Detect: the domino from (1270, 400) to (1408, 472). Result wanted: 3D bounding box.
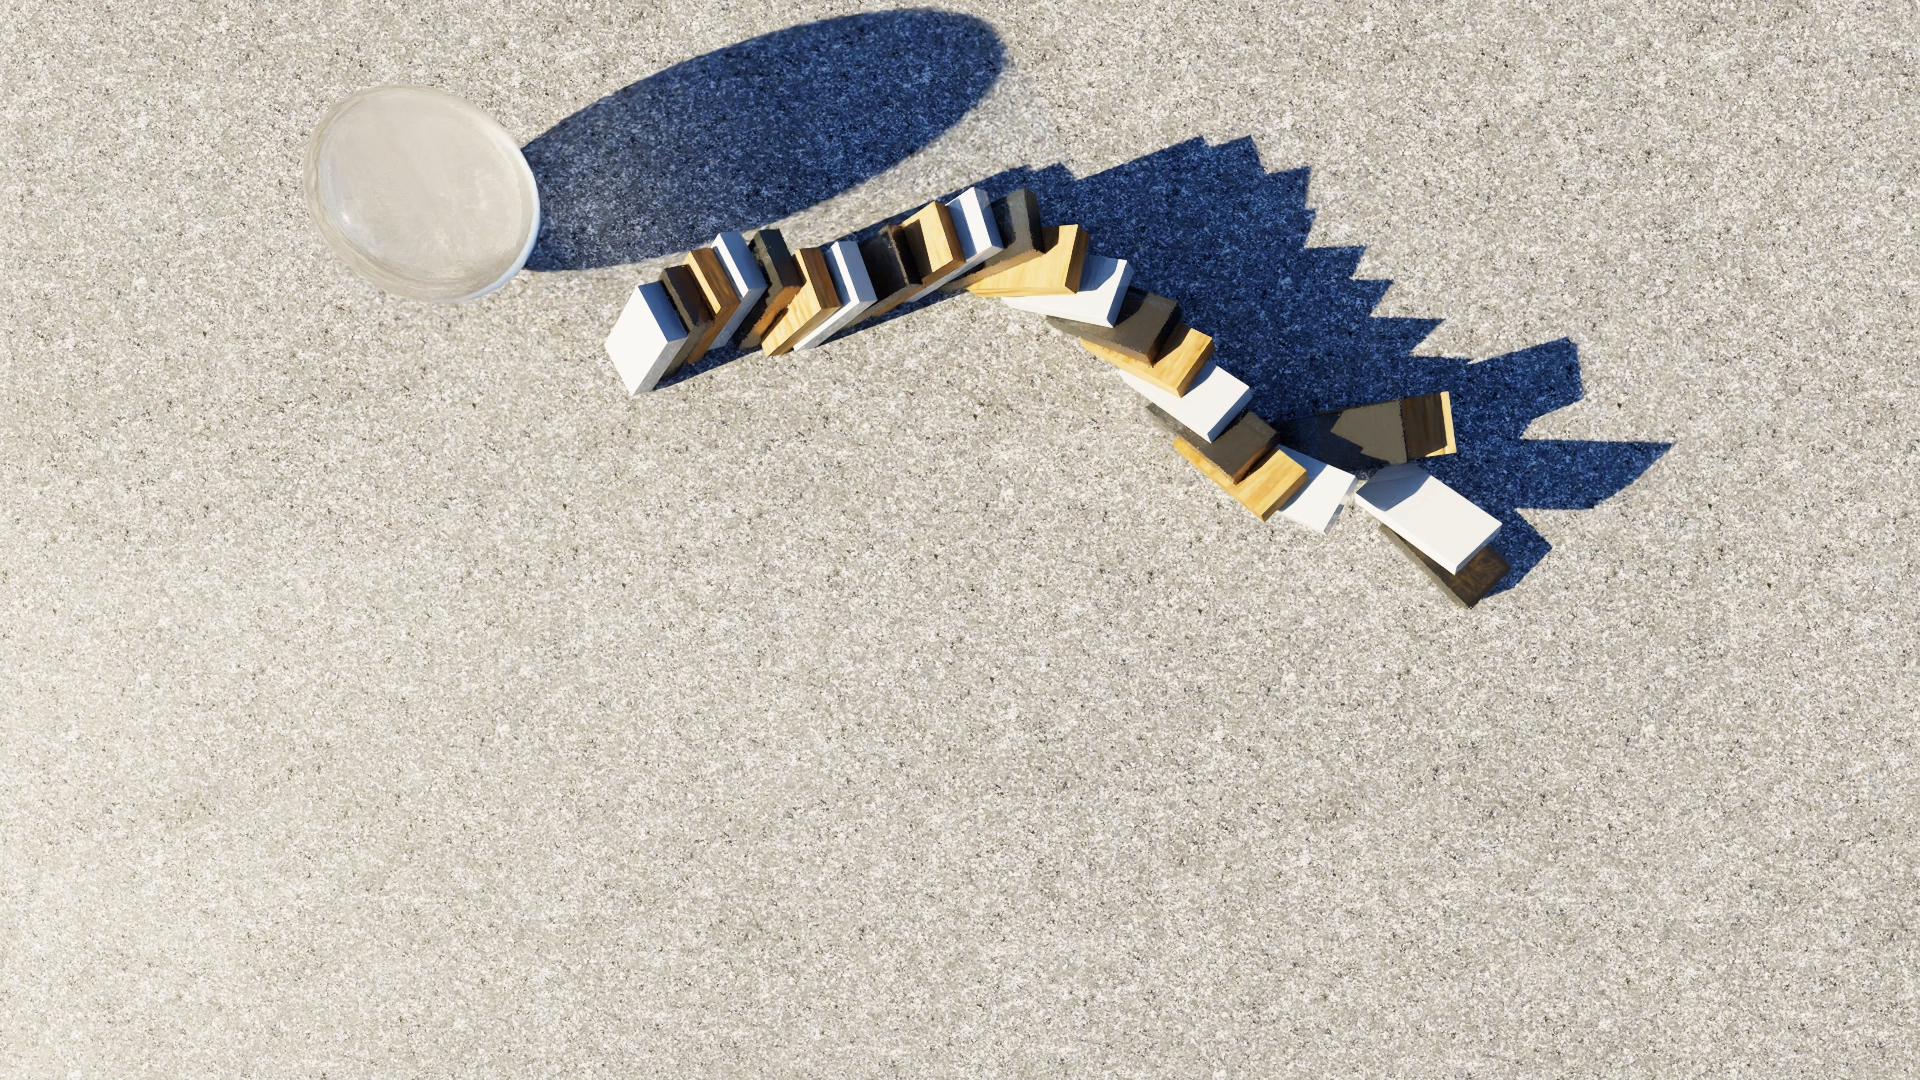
[{"bbox_3d":[0.158,-0.041,0.383,0.050,0.009,0.025,-8,90,30],"label":"domino"}]

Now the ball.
[{"bbox_3d":[-0.209,-0.134,0.360,0.080,0.080,0.080,0,90,0],"label":"ball"}]

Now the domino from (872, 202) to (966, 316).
[{"bbox_3d":[-0.023,-0.116,0.381,0.050,0.010,0.025,-21,84,36],"label":"domino"}]

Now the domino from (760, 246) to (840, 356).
[{"bbox_3d":[-0.069,-0.097,0.378,0.010,0.050,0.025,-20,90,-39],"label":"domino"}]

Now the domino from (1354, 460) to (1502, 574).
[{"bbox_3d":[0.194,-0.012,0.382,0.025,0.010,0.050,-44,57,1],"label":"domino"}]

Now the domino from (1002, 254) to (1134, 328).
[{"bbox_3d":[0.044,-0.107,0.384,0.050,0.009,0.025,20,90,30],"label":"domino"}]

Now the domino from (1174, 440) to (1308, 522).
[{"bbox_3d":[0.116,-0.033,0.382,0.025,0.009,0.050,-46,59,5],"label":"domino"}]

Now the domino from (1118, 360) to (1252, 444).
[{"bbox_3d":[0.093,-0.065,0.382,0.025,0.009,0.050,-48,59,3],"label":"domino"}]

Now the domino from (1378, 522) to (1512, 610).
[{"bbox_3d":[0.209,0.003,0.395,0.050,0.010,0.025,45,90,0],"label":"domino"}]

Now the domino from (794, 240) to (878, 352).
[{"bbox_3d":[-0.056,-0.100,0.378,0.009,0.050,0.025,-20,90,-42],"label":"domino"}]

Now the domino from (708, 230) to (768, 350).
[{"bbox_3d":[-0.098,-0.102,0.377,0.009,0.050,0.025,-26,88,-39],"label":"domino"}]

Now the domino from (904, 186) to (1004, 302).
[{"bbox_3d":[-0.008,-0.122,0.381,0.050,0.009,0.025,-20,85,36],"label":"domino"}]

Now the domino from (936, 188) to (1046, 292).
[{"bbox_3d":[0.010,-0.123,0.381,0.050,0.009,0.025,-11,85,37],"label":"domino"}]

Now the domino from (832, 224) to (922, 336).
[{"bbox_3d":[-0.041,-0.107,0.382,0.050,0.009,0.025,-20,90,36],"label":"domino"}]

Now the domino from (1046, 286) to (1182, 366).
[{"bbox_3d":[0.064,-0.094,0.383,0.050,0.009,0.025,30,87,30],"label":"domino"}]

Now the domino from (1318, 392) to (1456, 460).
[{"bbox_3d":[0.179,-0.045,0.387,0.050,0.010,0.025,-8,90,20],"label":"domino"}]

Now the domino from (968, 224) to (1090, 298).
[{"bbox_3d":[0.028,-0.115,0.380,0.050,0.009,0.025,11,88,39],"label":"domino"}]

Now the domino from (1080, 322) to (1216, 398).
[{"bbox_3d":[0.078,-0.082,0.384,0.050,0.010,0.025,35,90,29],"label":"domino"}]

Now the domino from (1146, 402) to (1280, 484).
[{"bbox_3d":[0.105,-0.048,0.382,0.025,0.010,0.050,-46,59,5],"label":"domino"}]

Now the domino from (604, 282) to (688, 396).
[{"bbox_3d":[-0.130,-0.082,0.378,0.010,0.050,0.025,-28,90,-39],"label":"domino"}]

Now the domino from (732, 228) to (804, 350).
[{"bbox_3d":[-0.083,-0.102,0.377,0.010,0.050,0.025,-20,84,-39],"label":"domino"}]

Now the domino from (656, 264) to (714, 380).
[{"bbox_3d":[-0.120,-0.088,0.378,0.010,0.050,0.025,-28,90,-39],"label":"domino"}]

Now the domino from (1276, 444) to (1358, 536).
[{"bbox_3d":[0.135,-0.024,0.382,0.050,0.010,0.025,31,95,33],"label":"domino"}]

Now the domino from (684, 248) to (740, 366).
[{"bbox_3d":[-0.109,-0.095,0.378,0.010,0.050,0.025,-28,89,-39],"label":"domino"}]
